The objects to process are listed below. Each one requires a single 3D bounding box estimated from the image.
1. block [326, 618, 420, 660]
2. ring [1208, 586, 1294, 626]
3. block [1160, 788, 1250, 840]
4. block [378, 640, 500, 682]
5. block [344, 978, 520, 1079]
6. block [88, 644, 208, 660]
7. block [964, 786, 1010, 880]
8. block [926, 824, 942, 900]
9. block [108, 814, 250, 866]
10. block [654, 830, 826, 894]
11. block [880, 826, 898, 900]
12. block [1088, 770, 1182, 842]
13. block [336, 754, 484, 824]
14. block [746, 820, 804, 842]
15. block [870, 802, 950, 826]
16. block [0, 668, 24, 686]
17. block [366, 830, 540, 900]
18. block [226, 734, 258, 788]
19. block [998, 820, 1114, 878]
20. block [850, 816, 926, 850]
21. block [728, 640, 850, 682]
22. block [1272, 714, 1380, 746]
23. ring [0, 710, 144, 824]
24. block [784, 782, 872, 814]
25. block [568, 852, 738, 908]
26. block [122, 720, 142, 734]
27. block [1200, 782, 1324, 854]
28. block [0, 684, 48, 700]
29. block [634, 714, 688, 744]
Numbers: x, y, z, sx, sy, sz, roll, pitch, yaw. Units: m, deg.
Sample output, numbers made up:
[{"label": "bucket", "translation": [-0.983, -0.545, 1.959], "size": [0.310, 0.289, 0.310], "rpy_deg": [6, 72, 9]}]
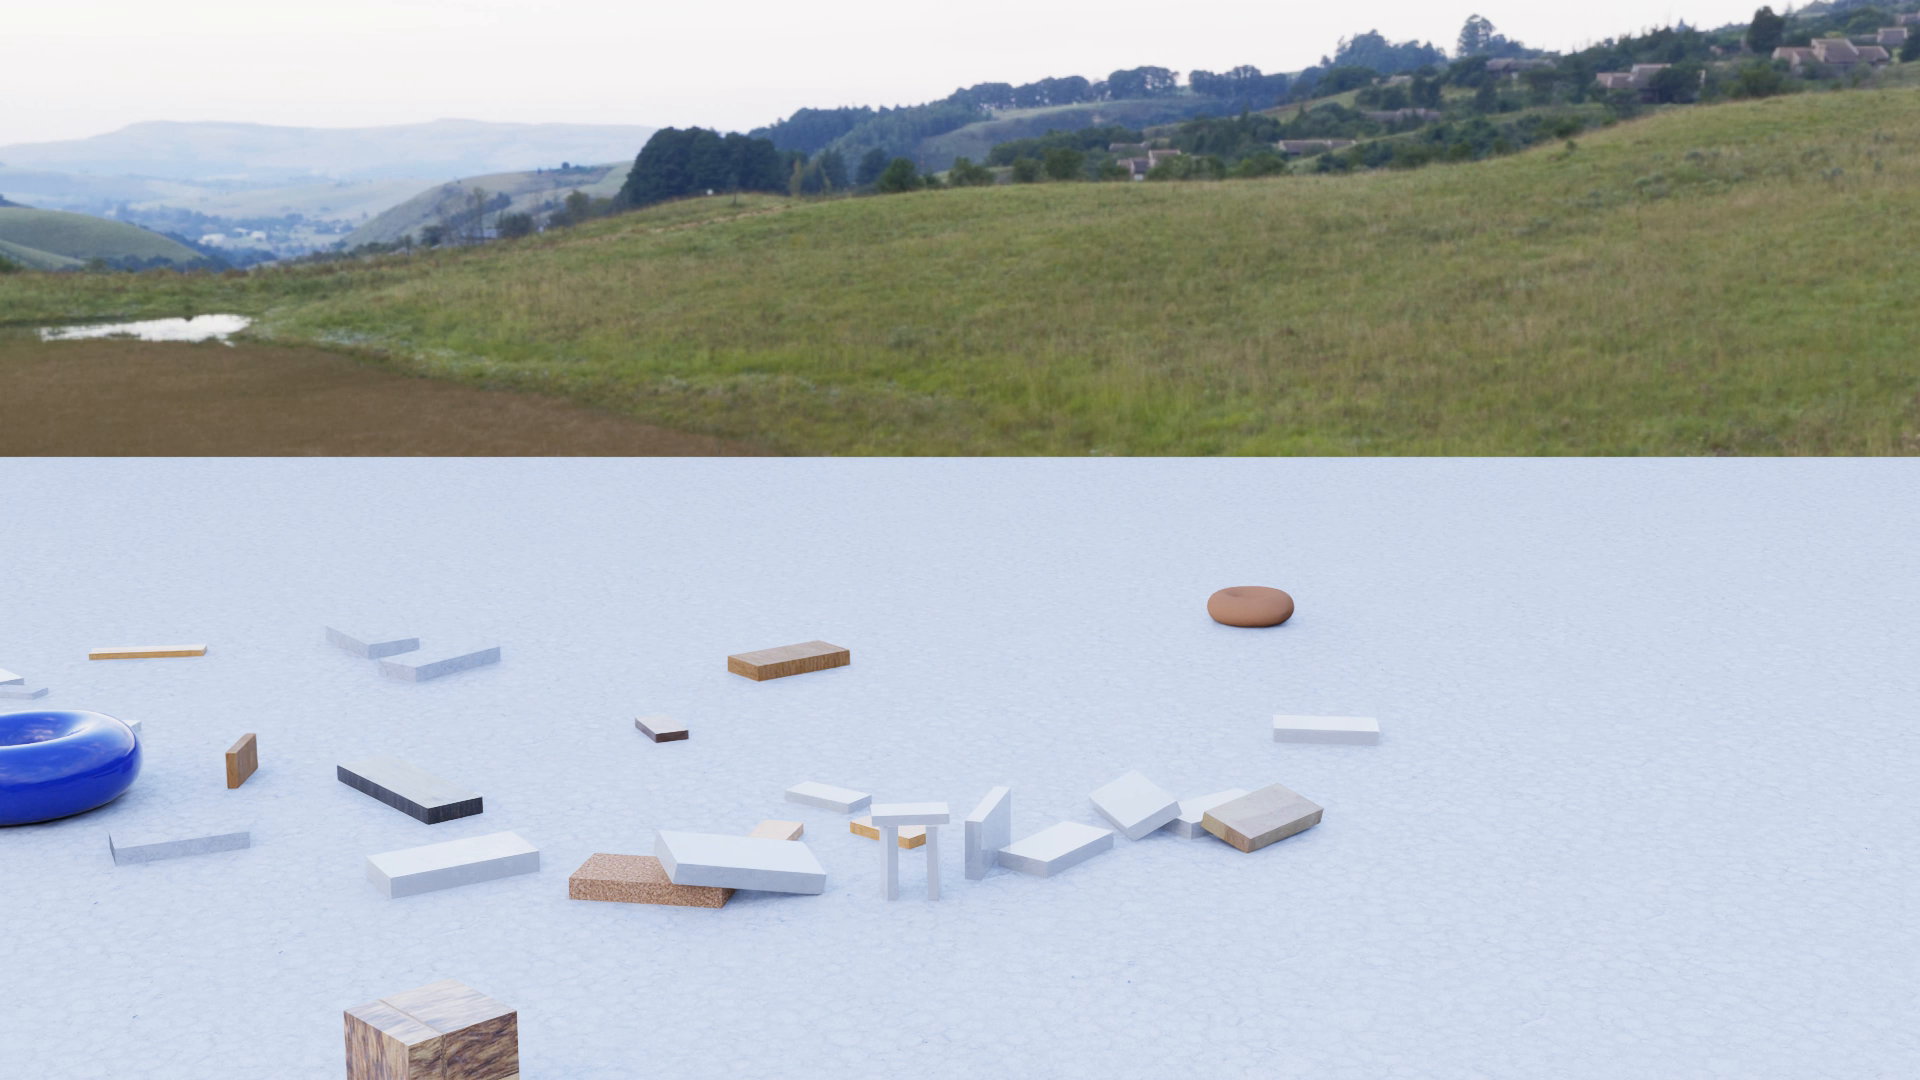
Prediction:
[{"label": "block", "translation": [-1.453, 0.243, 5.434], "size": [0.131, 0.037, 0.267], "rpy_deg": [-8, 13, -37]}, {"label": "ring", "translation": [0.755, 0.172, 5.717], "size": [0.226, 0.075, 0.226], "rpy_deg": [-1, 11, 0]}, {"label": "block", "translation": [0.469, 0.503, 4.051], "size": [0.216, 0.031, 0.108], "rpy_deg": [-8, 13, -36]}, {"label": "block", "translation": [-1.232, 0.285, 5.209], "size": [0.131, 0.037, 0.261], "rpy_deg": [7, 13, 35]}, {"label": "block", "translation": [-0.671, 0.672, 2.799], "size": [0.156, 0.156, 0.156], "rpy_deg": [-10, 15, -44]}, {"label": "block", "translation": [-1.969, 0.272, 5.336], "size": [0.264, 0.016, 0.057], "rpy_deg": [-2, 11, -8]}, {"label": "block", "translation": [0.049, 0.508, 3.826], "size": [0.029, 0.103, 0.207], "rpy_deg": [3, 11, 15]}, {"label": "block", "translation": [-0.044, 0.528, 3.654], "size": [0.018, 0.128, 0.064], "rpy_deg": [-1, 10, 4]}, {"label": "block", "translation": [-1.384, 0.531, 3.899], "size": [0.224, 0.032, 0.112], "rpy_deg": [-5, 12, -25]}, {"label": "block", "translation": [-0.367, 0.537, 3.663], "size": [0.261, 0.037, 0.131], "rpy_deg": [9, 14, -25]}, {"label": "block", "translation": [-0.118, 0.528, 3.654], "size": [0.018, 0.128, 0.064], "rpy_deg": [-3, 11, -14]}, {"label": "block", "translation": [0.320, 0.486, 4.039], "size": [0.103, 0.029, 0.207], "rpy_deg": [-28, 17, -11]}, {"label": "block", "translation": [-1.055, 0.474, 4.204], "size": [0.112, 0.032, 0.376], "rpy_deg": [-9, 14, -40]}, {"label": "block", "translation": [-0.336, 0.533, 3.920], "size": [0.073, 0.021, 0.147], "rpy_deg": [3, 11, 14]}, {"label": "block", "translation": [-0.084, 0.455, 3.646], "size": [0.128, 0.018, 0.064], "rpy_deg": [-1, 11, -5]}, {"label": "block", "translation": [-2.226, 0.321, 5.055], "size": [0.164, 0.023, 0.082], "rpy_deg": [10, 15, 44]}, {"label": "block", "translation": [-0.867, 0.554, 3.762], "size": [0.261, 0.037, 0.130], "rpy_deg": [-7, 12, -32]}, {"label": "block", "translation": [-1.410, 0.433, 4.318], "size": [0.020, 0.072, 0.143], "rpy_deg": [0, 11, -2]}, {"label": "block", "translation": [0.169, 0.541, 3.853], "size": [0.103, 0.029, 0.207], "rpy_deg": [8, 13, 36]}, {"label": "block", "translation": [-0.120, 0.524, 3.966], "size": [0.147, 0.021, 0.073], "rpy_deg": [9, 14, 41]}, {"label": "block", "translation": [-0.405, 0.285, 5.209], "size": [0.261, 0.037, 0.130], "rpy_deg": [-8, 13, -38]}, {"label": "block", "translation": [0.766, 0.399, 4.615], "size": [0.216, 0.031, 0.108], "rpy_deg": [1, 11, 7]}, {"label": "ring", "translation": [-1.774, 0.427, 4.159], "size": [0.433, 0.144, 0.433], "rpy_deg": [-1, 9, 0]}, {"label": "block", "translation": [-0.250, 0.488, 4.165], "size": [0.153, 0.020, 0.072], "rpy_deg": [7, 13, 34]}, {"label": "block", "translation": [-0.507, 0.569, 3.680], "size": [0.261, 0.037, 0.130], "rpy_deg": [2, 11, 9]}, {"label": "block", "translation": [-1.783, 0.406, 4.602], "size": [0.073, 0.021, 0.147], "rpy_deg": [1, 11, 7]}, {"label": "block", "translation": [0.547, 0.501, 3.973], "size": [0.216, 0.031, 0.108], "rpy_deg": [-13, 31, -43]}, {"label": "block", "translation": [-2.122, 0.343, 4.955], "size": [0.114, 0.016, 0.057], "rpy_deg": [3, 11, 13]}, {"label": "block", "translation": [-0.631, 0.398, 4.648], "size": [0.072, 0.020, 0.143], "rpy_deg": [-5, 12, -25]}]
